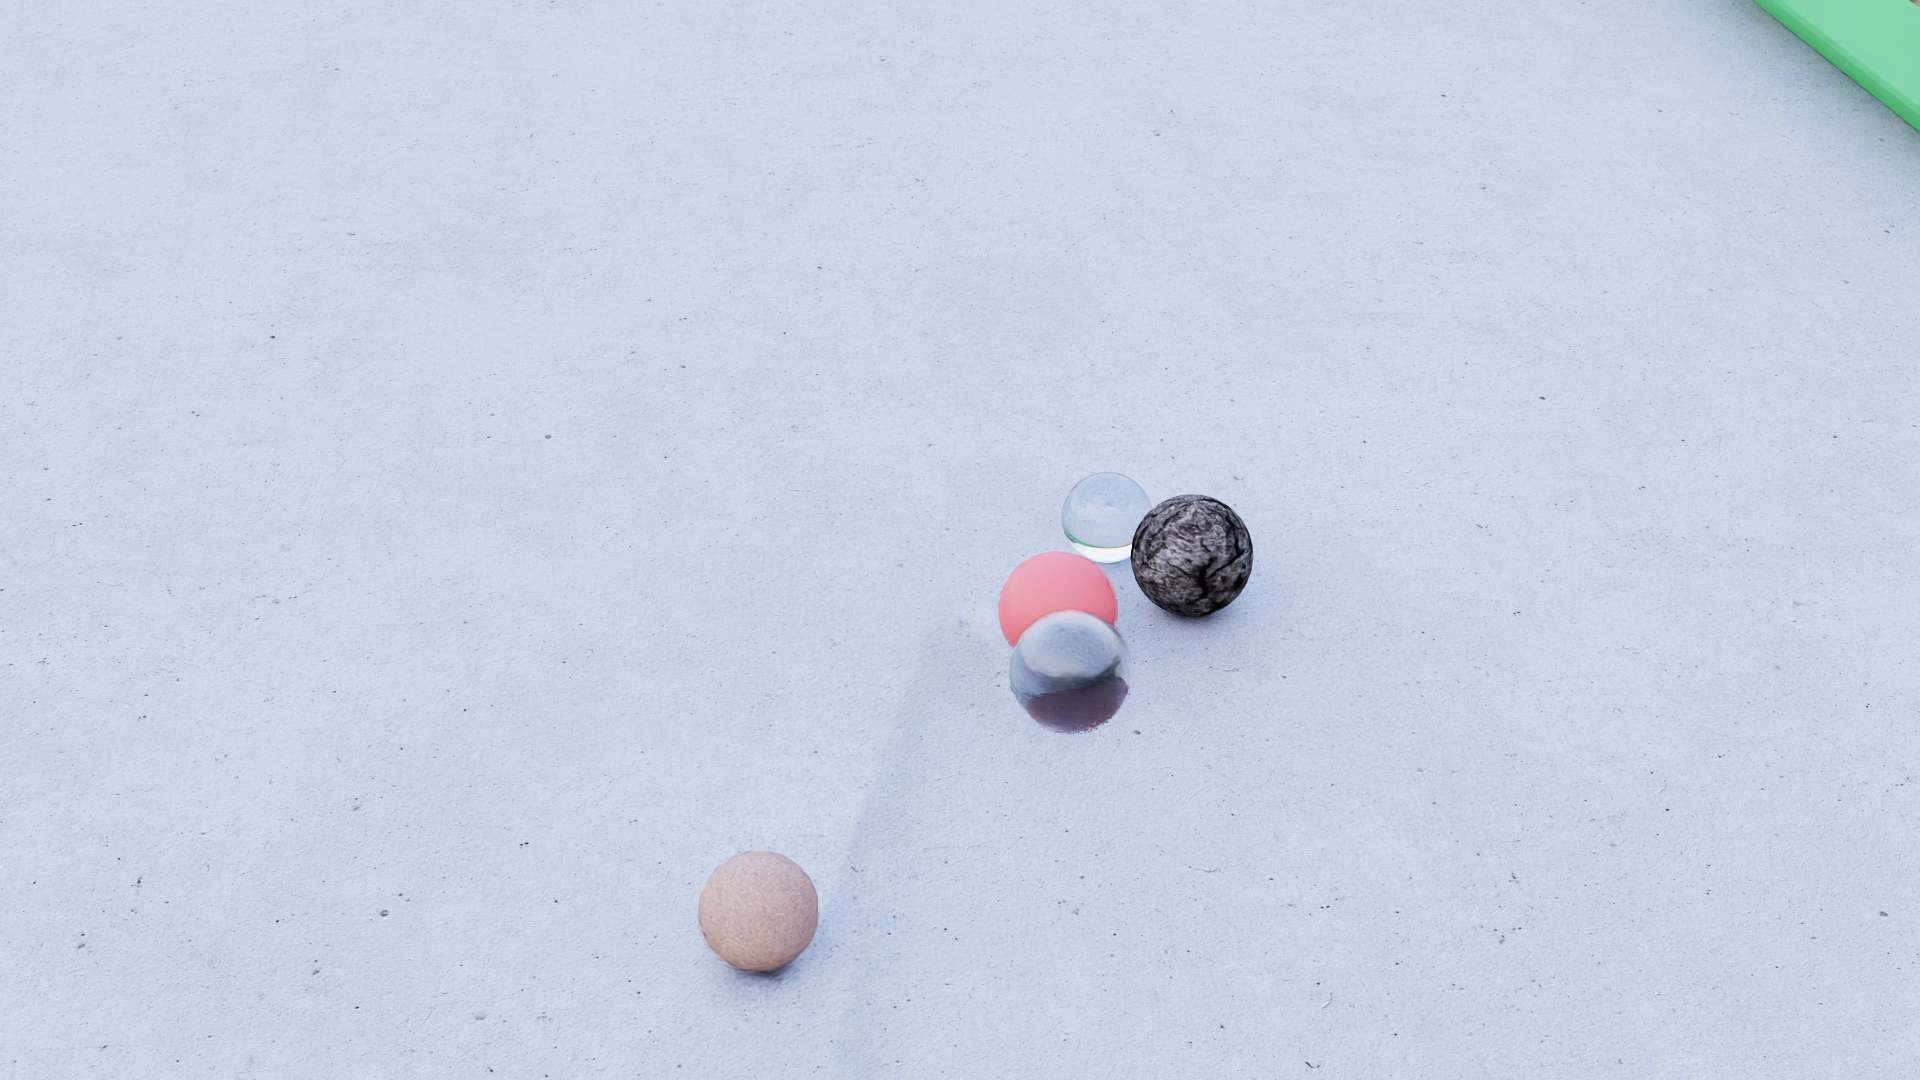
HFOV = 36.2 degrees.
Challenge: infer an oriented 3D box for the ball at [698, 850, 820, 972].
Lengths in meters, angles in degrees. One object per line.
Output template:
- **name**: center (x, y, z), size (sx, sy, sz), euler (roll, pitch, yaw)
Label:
- **ball**: center (-0.099, 0.182, 1.446), size (0.059, 0.059, 0.059), euler (0, 29, 0)

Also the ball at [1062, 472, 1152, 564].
- **ball**: center (0.090, -0.014, 1.806), size (0.056, 0.056, 0.056), euler (0, 29, 0)

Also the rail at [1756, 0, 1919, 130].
- **rail**: center (0.735, -0.513, 2.671), size (0.045, 0.095, 3.589), euler (-5, 29, -9)

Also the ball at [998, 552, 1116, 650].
- **ball**: center (0.056, 0.041, 1.695), size (0.068, 0.068, 0.068), euler (0, 29, 0)

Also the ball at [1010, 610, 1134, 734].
- **ball**: center (0.062, 0.073, 1.635), size (0.069, 0.069, 0.069), euler (0, 29, 0)

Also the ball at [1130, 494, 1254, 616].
- **ball**: center (0.138, 0.009, 1.747), size (0.073, 0.073, 0.073), euler (0, 29, 0)
